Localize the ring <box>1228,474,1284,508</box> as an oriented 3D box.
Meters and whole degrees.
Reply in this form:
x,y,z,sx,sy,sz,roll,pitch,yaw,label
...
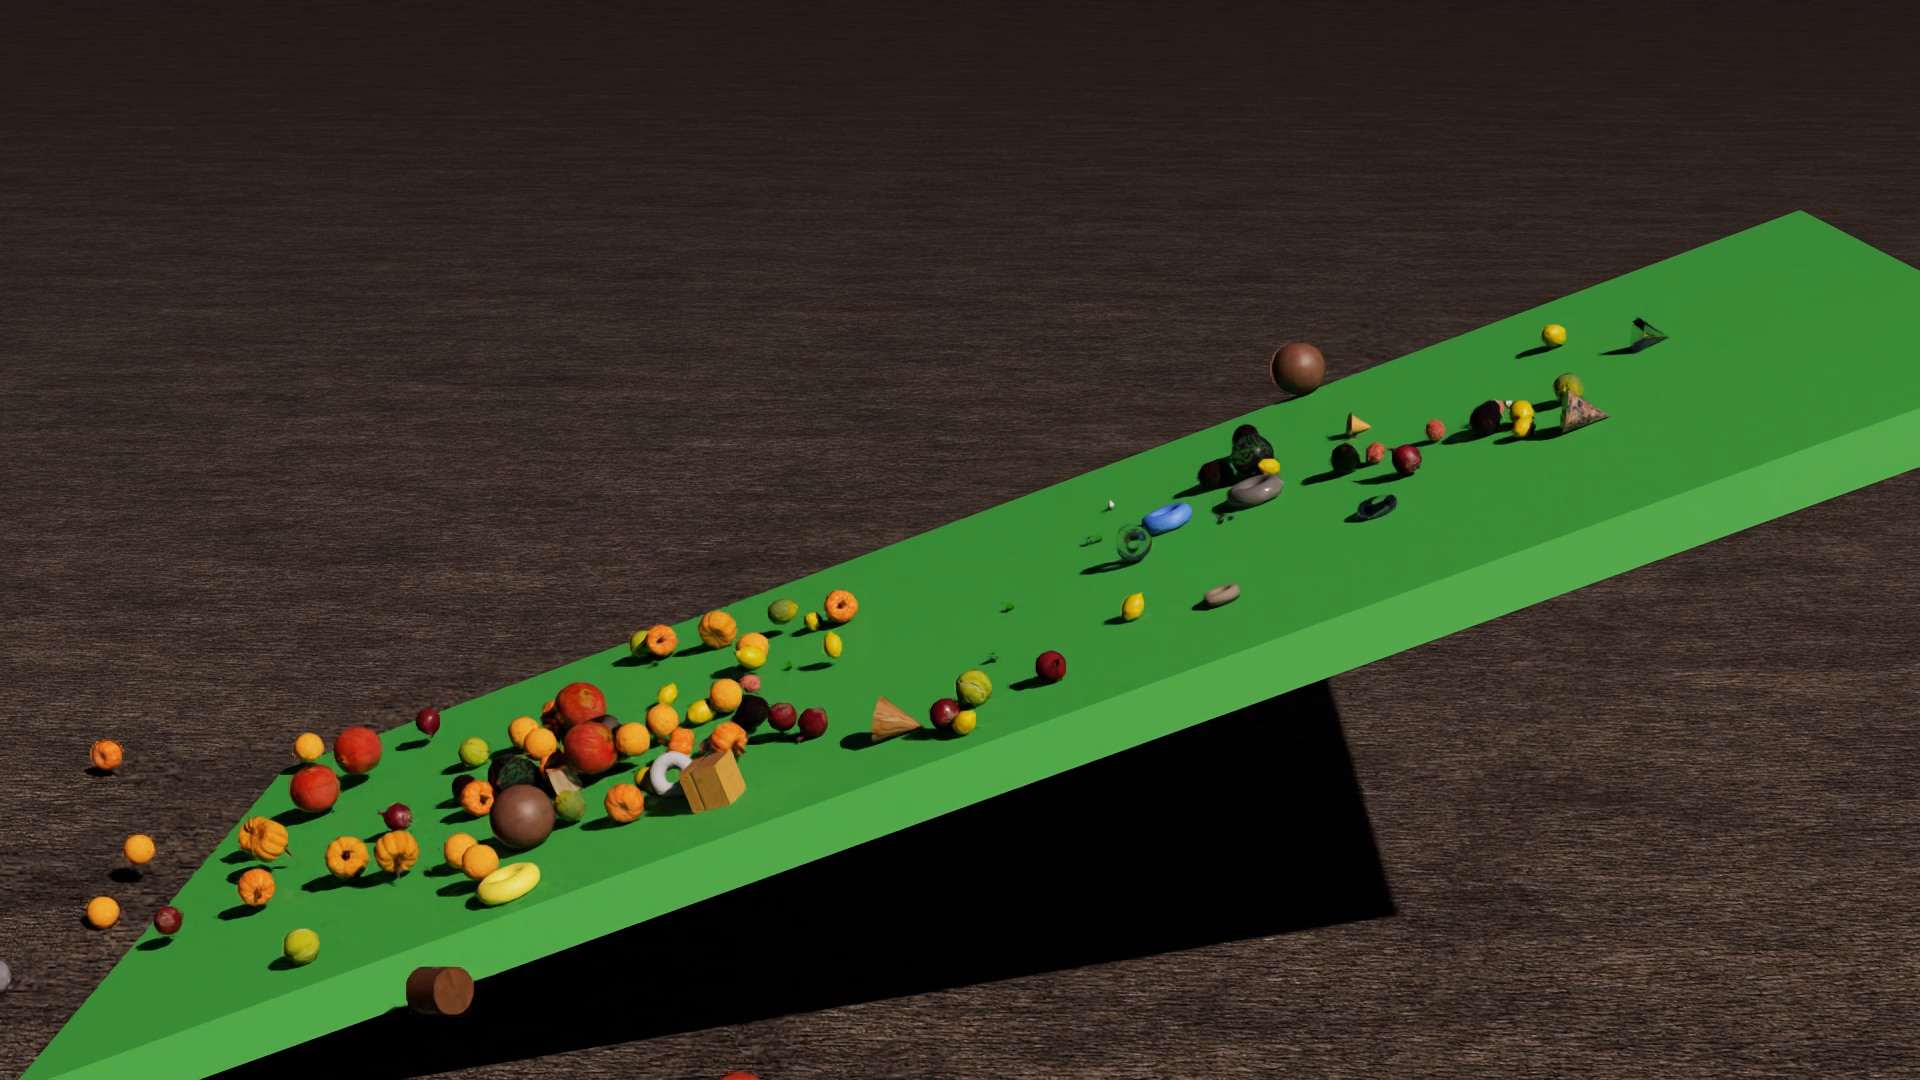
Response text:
x,y,z,sx,sy,sz,roll,pitch,yaw,label
0.632,-0.105,6.292,0.126,0.042,0.126,-20,13,5,ring

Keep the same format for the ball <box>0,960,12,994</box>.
x,y,z,sx,sy,sz,roll,pitch,yaw,label
-2.060,0.932,6.258,0.081,0.081,0.081,0,13,0,ball

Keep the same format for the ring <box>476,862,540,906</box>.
x,y,z,sx,sy,sz,roll,pitch,yaw,label
-0.852,0.648,5.547,0.127,0.042,0.127,-20,13,5,ring

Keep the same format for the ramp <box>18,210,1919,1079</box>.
x,y,z,sx,sy,sz,roll,pitch,yaw,label
0.120,0.175,6.293,4.000,0.100,2.000,-20,12,7,ramp

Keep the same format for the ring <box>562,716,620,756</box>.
x,y,z,sx,sy,sz,roll,pitch,yaw,label
-0.810,0.428,6.454,0.135,0.045,0.135,-25,11,5,ring

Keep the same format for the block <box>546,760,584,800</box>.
x,y,z,sx,sy,sz,roll,pitch,yaw,label
-0.824,0.499,6.130,0.057,0.057,0.057,-24,12,-11,block

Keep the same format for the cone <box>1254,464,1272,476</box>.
x,y,z,sx,sy,sz,roll,pitch,yaw,label
0.672,-0.136,6.402,0.053,0.053,0.053,16,20,27,cone

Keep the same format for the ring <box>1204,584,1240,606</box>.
x,y,z,sx,sy,sz,roll,pitch,yaw,label
0.500,0.106,5.617,0.075,0.025,0.075,-21,10,4,ring

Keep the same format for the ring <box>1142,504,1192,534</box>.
x,y,z,sx,sy,sz,roll,pitch,yaw,label
0.447,-0.046,6.363,0.116,0.039,0.116,-21,10,4,ring

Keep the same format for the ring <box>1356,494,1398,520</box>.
x,y,z,sx,sy,sz,roll,pitch,yaw,label
0.823,-0.065,5.806,0.083,0.028,0.083,-20,13,5,ring

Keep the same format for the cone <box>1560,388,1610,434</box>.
x,y,z,sx,sy,sz,roll,pitch,yaw,label
1.247,-0.251,5.848,0.092,0.092,0.092,7,14,5,cone

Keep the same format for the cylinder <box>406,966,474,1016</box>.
x,y,z,sx,sy,sz,roll,pitch,yaw,label
-0.936,0.810,5.290,0.088,0.088,0.088,-8,4,45,cylinder

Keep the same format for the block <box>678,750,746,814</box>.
x,y,z,sx,sy,sz,roll,pitch,yaw,label
-0.473,0.461,5.610,0.082,0.082,0.082,-17,13,23,block

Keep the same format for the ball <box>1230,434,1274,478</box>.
x,y,z,sx,sy,sz,roll,pitch,yaw,label
0.646,-0.185,6.490,0.096,0.096,0.096,0,13,0,ball

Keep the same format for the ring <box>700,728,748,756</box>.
x,y,z,sx,sy,sz,roll,pitch,yaw,label
-0.479,0.412,5.962,0.105,0.035,0.105,-18,9,3,ring

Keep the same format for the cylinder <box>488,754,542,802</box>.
x,y,z,sx,sy,sz,roll,pitch,yaw,label
-0.945,0.503,6.236,0.091,0.091,0.091,-6,6,-24,cylinder
